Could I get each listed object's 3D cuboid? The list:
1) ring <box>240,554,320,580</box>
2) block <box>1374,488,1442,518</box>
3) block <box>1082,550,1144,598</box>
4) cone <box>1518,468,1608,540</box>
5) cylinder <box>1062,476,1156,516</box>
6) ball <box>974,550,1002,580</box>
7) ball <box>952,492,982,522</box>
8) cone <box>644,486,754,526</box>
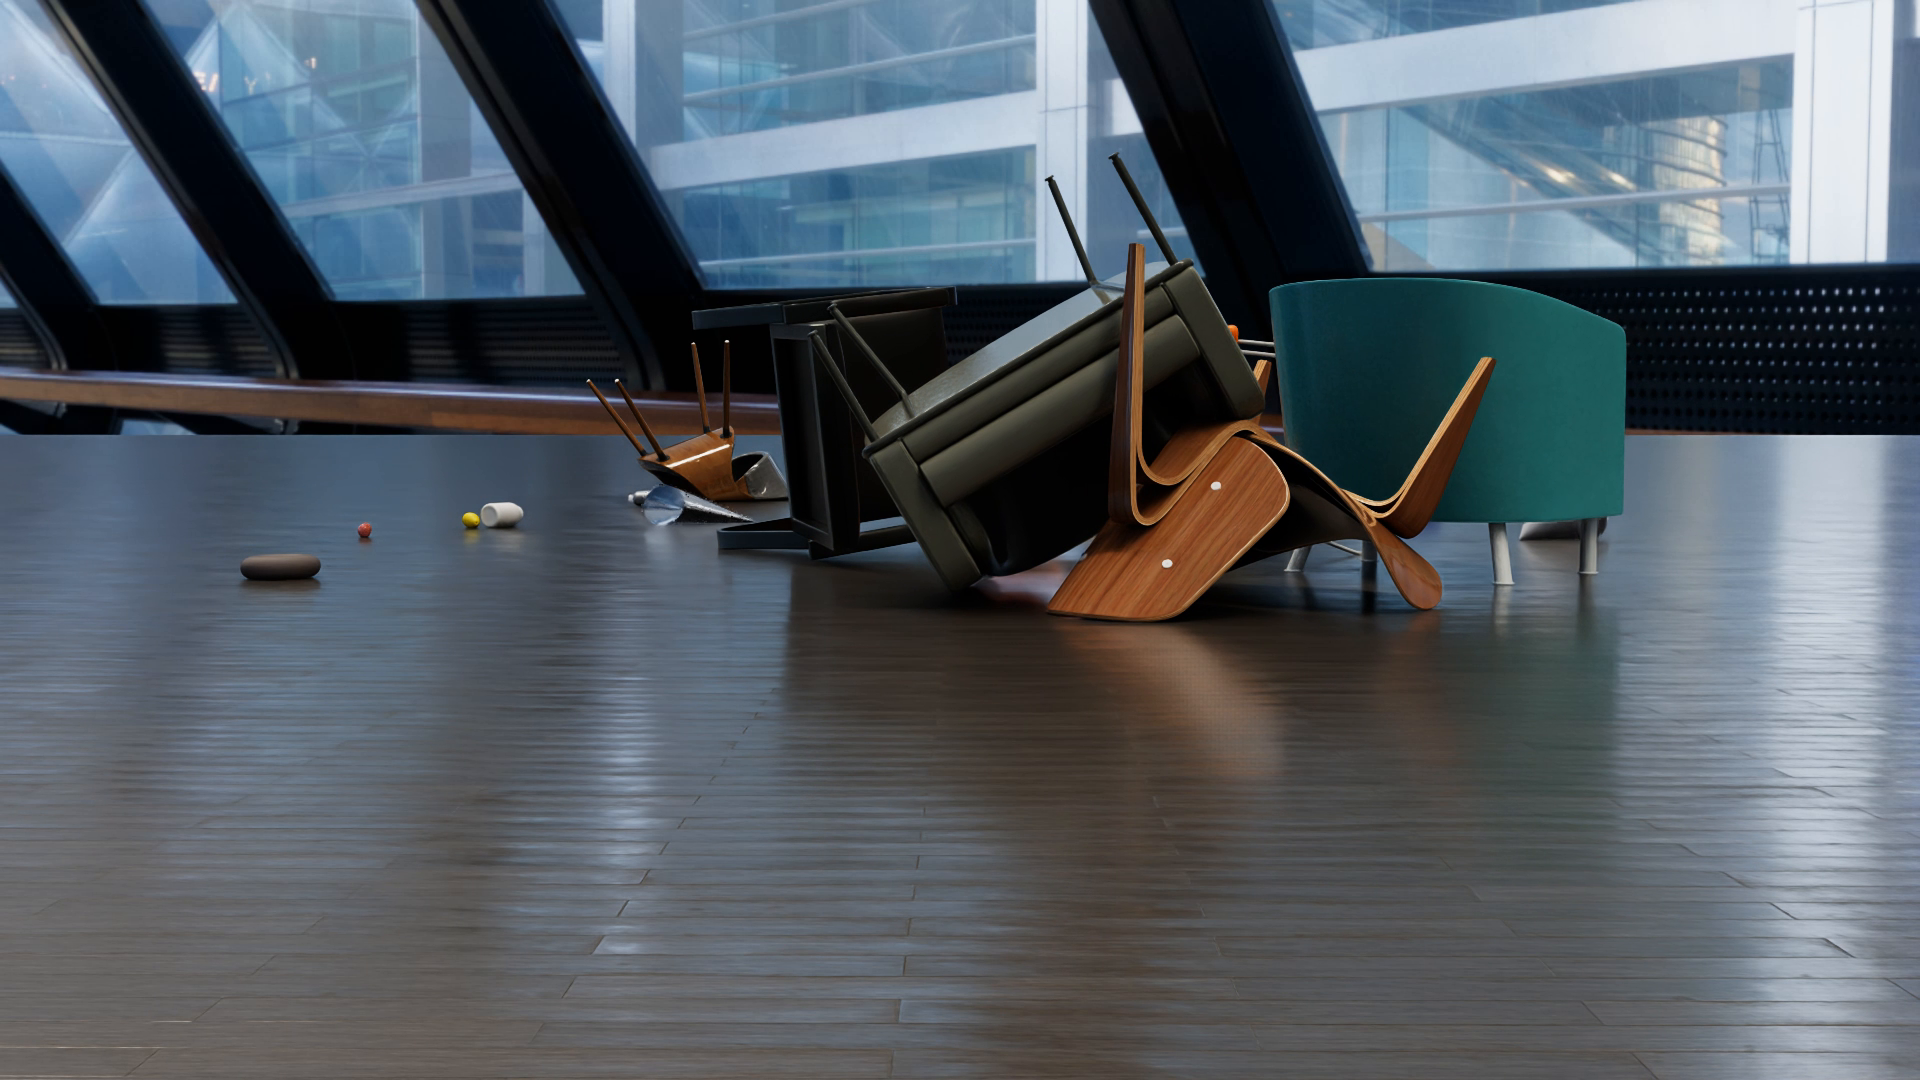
[{"bbox_3d":[-1.614,0.064,5.226,0.184,0.055,0.155,-2,3,-19],"label":"ring"},{"bbox_3d":[1.577,-0.130,7.746,0.181,0.096,0.143,-2,5,-29],"label":"block"},{"bbox_3d":[0.334,0.072,4.807,0.068,0.094,0.148,3,5,35],"label":"block"},{"bbox_3d":[1.747,-0.055,6.566,0.212,0.244,0.331,-33,6,-15],"label":"cone"},{"bbox_3d":[0.533,-0.157,7.865,0.290,0.133,0.173,-2,3,-24],"label":"cylinder"},{"bbox_3d":[0.065,0.059,5.191,0.067,0.067,0.067,0,4,0],"label":"ball"},{"bbox_3d":[0.024,-0.112,7.454,0.099,0.099,0.099,0,4,0],"label":"ball"},{"bbox_3d":[-0.831,-0.087,7.335,0.347,0.134,0.333,10,-4,-31],"label":"cone"}]
